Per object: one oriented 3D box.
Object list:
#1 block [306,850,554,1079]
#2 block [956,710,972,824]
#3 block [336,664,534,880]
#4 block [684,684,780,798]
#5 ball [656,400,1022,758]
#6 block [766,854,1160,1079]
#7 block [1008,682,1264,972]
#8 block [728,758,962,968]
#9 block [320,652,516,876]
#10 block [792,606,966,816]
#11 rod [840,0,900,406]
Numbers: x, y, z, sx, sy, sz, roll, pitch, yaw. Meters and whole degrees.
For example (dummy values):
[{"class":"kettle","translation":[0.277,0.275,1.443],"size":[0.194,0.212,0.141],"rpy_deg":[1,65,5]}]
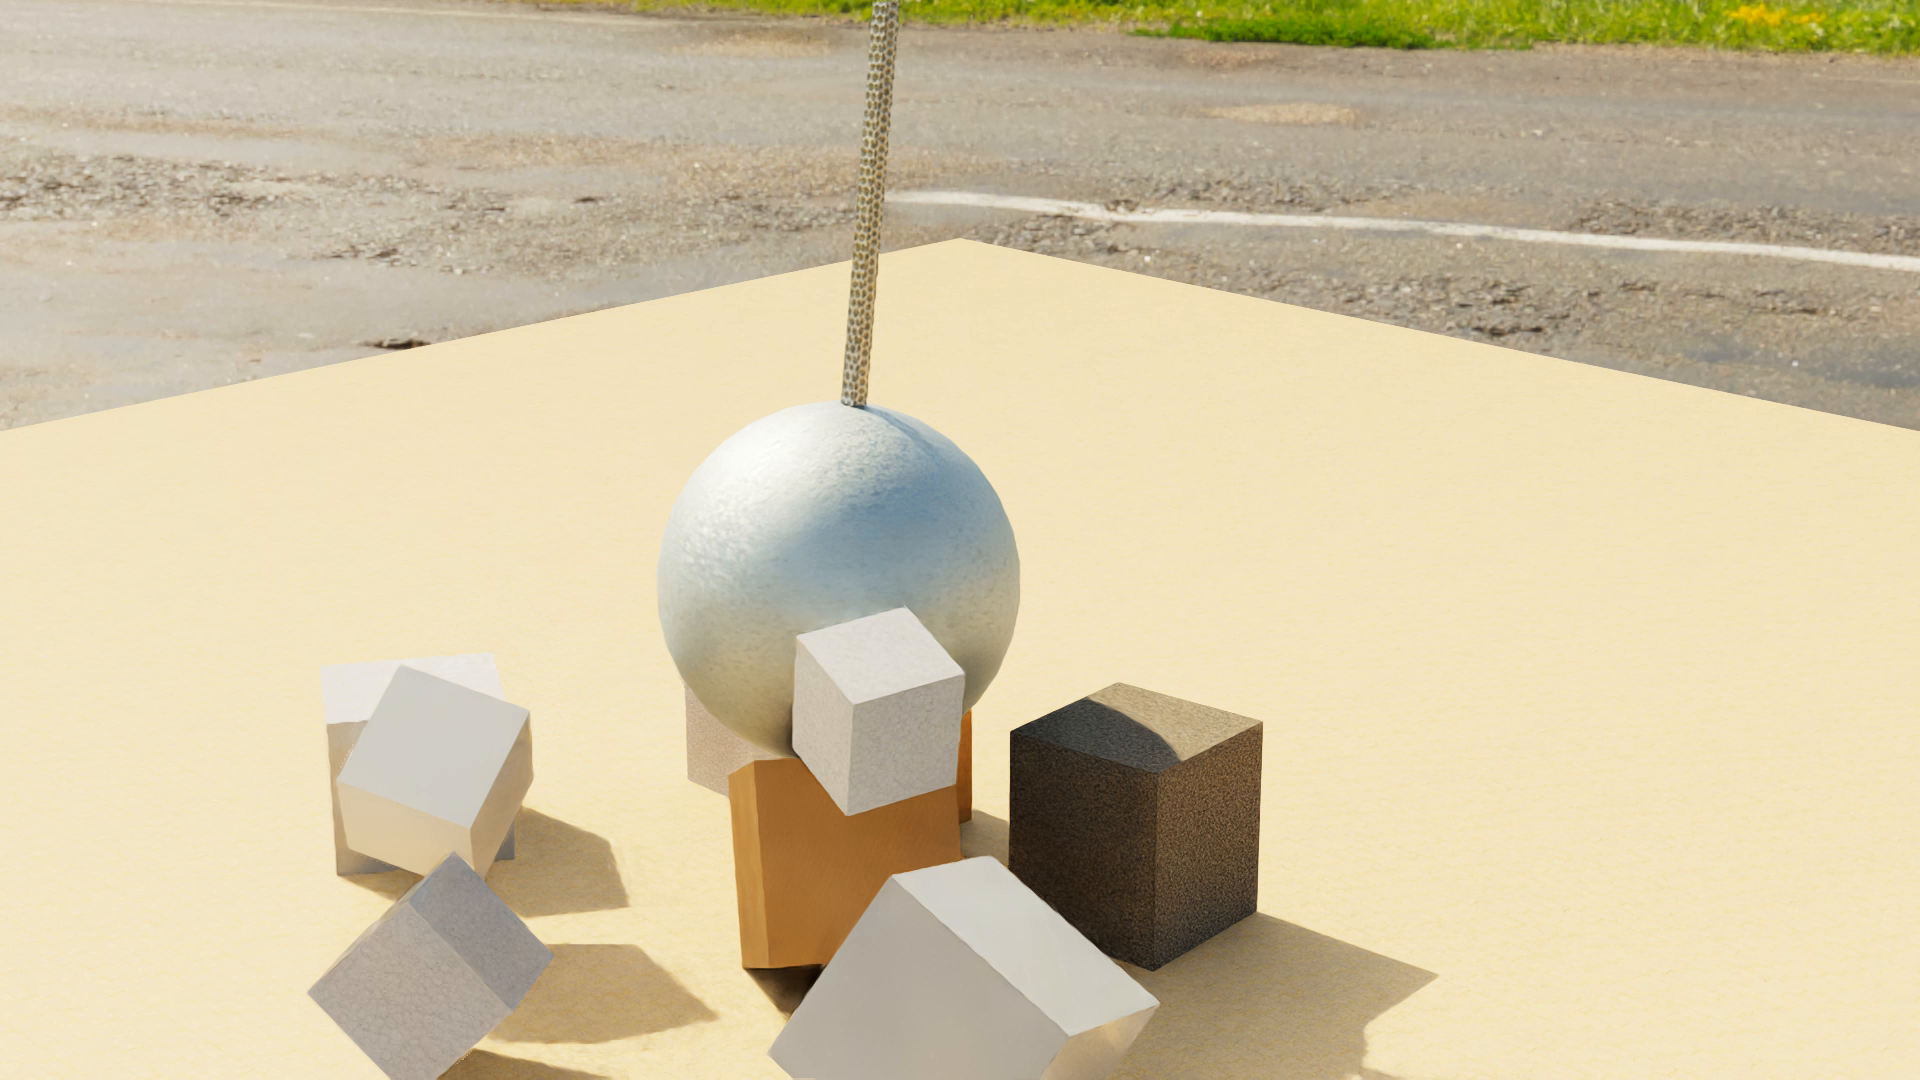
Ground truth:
[{"class":"block","translation":[-2.063,1.697,11.476],"size":[0.573,0.583,0.587],"rpy_deg":[-42,5,15]},{"class":"block","translation":[-0.368,1.045,14.004],"size":[0.597,0.608,0.611],"rpy_deg":[-15,23,-40]},{"class":"block","translation":[-2.241,1.030,12.596],"size":[0.603,0.612,0.612],"rpy_deg":[19,57,6]},{"class":"block","translation":[-0.848,0.804,14.421],"size":[0.712,0.819,0.715],"rpy_deg":[-16,23,-41]},{"class":"ball","translation":[-0.530,0.191,12.846],"size":[1.600,1.600,1.600],"rpy_deg":[0,17,0]},{"class":"block","translation":[0.021,1.756,10.550],"size":[0.854,0.817,0.851],"rpy_deg":[40,15,20]},{"class":"block","translation":[0.770,1.241,12.886],"size":[0.785,0.906,0.794],"rpy_deg":[14,22,37]},{"class":"block","translation":[-0.481,1.330,12.193],"size":[0.810,0.822,0.960],"rpy_deg":[-4,-7,-11]},{"class":"block","translation":[-2.554,1.041,13.784],"size":[0.812,0.748,0.790],"rpy_deg":[-4,18,-13]},{"class":"block","translation":[-0.328,0.672,11.562],"size":[0.489,0.552,0.483],"rpy_deg":[-15,39,-26]},{"class":"rod","translation":[-0.230,-3.117,12.121],"size":[0.080,5.200,0.080],"rpy_deg":[17,17,42]}]
